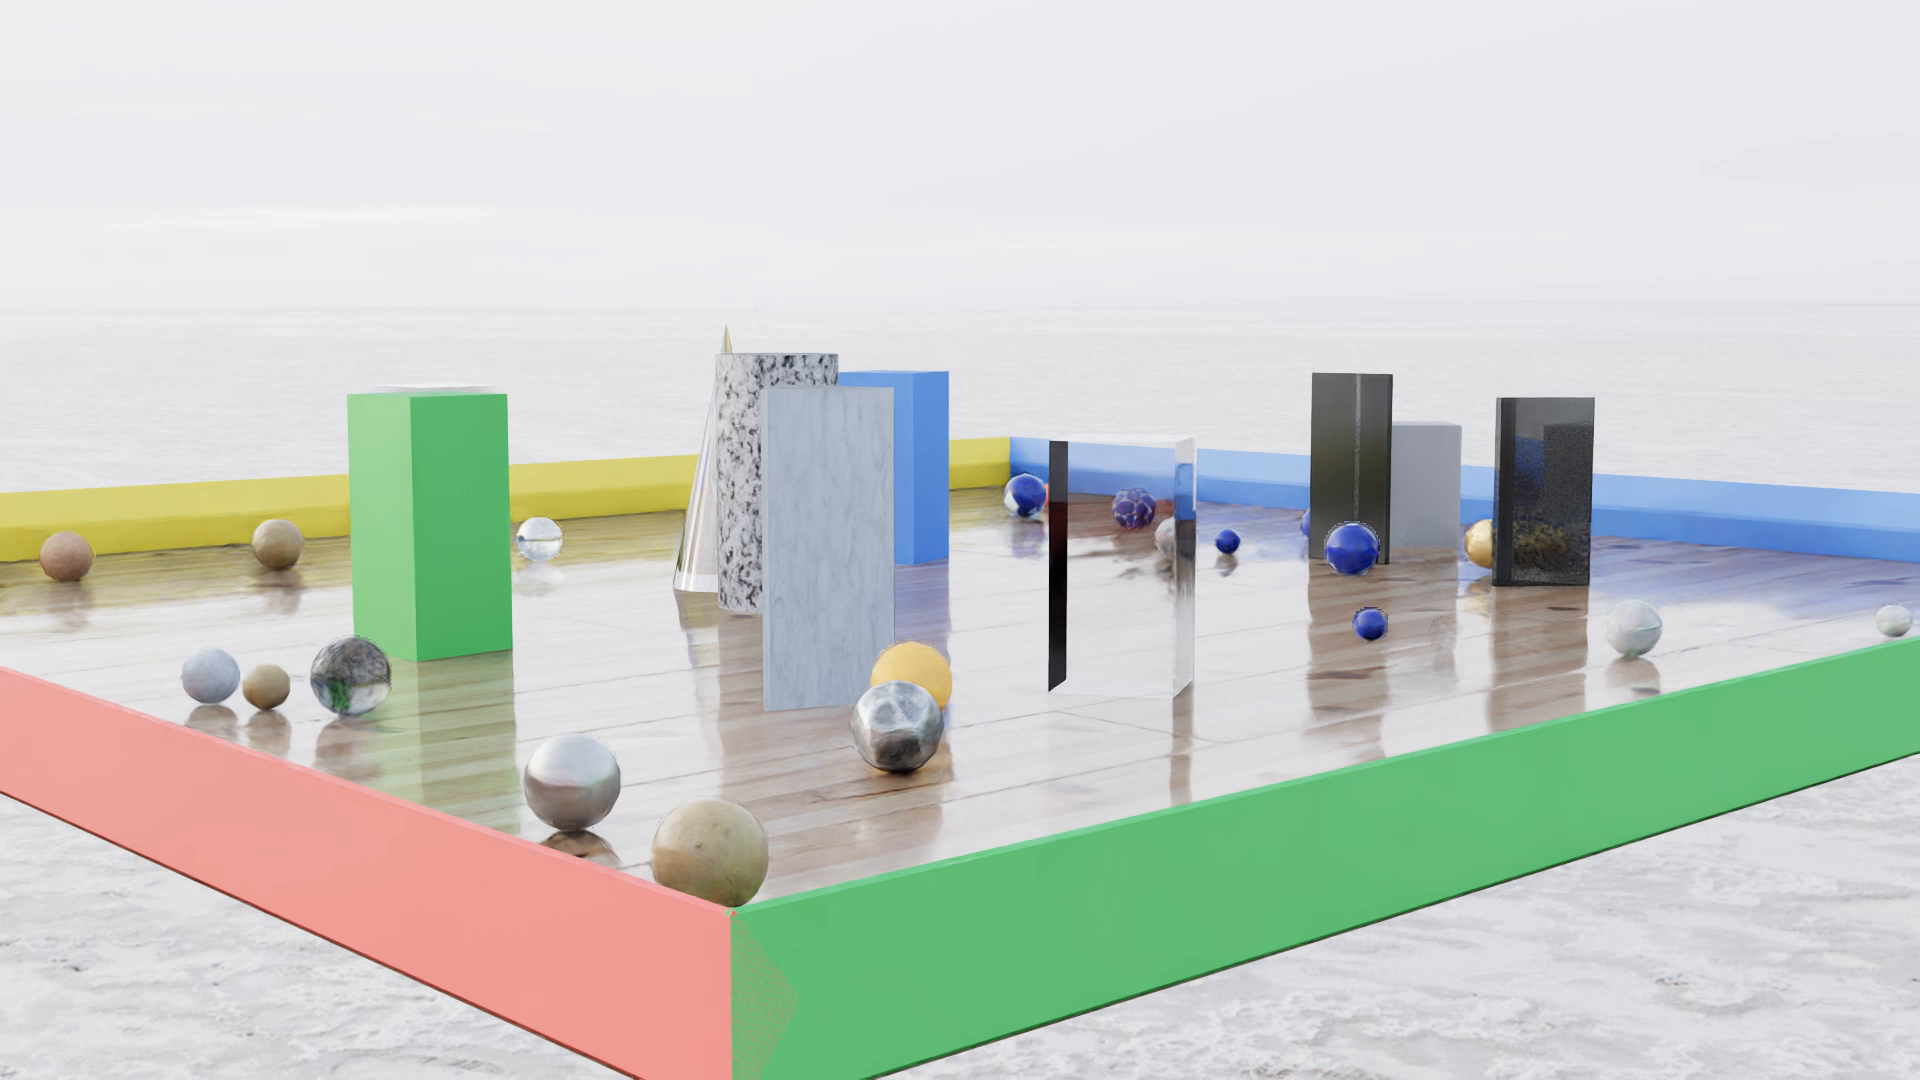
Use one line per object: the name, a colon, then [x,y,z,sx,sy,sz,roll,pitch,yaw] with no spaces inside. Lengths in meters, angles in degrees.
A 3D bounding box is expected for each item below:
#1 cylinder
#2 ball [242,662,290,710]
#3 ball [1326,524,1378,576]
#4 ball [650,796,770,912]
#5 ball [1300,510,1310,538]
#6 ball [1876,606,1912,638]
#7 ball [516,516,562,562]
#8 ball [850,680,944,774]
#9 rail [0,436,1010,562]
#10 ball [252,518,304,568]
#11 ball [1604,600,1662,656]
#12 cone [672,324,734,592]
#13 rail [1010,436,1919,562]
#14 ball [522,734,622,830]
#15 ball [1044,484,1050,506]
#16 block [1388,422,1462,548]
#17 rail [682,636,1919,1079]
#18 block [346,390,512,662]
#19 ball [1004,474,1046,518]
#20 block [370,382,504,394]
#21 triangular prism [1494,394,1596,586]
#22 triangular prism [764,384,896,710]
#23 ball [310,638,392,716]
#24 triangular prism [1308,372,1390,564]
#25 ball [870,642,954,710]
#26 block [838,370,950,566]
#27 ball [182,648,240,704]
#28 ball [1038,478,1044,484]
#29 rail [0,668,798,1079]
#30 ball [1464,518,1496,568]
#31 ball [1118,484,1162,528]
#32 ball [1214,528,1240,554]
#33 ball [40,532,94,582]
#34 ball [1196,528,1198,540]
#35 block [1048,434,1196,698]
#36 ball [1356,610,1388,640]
cylinder: [-0.270,-0.089,3.260,0.181,0.373,0.181,0,6,0]
ball: [-0.766,0.161,2.428,0.052,0.052,0.052,0,6,0]
ball: [0.646,0.016,3.622,0.087,0.087,0.087,0,6,0]
ball: [-0.183,0.231,1.607,0.087,0.087,0.087,0,6,0]
ball: [0.674,-0.028,4.171,0.059,0.059,0.059,0,6,0]
ball: [1.252,0.109,2.949,0.044,0.044,0.044,0,6,0]
ball: [-0.732,-0.002,3.828,0.079,0.079,0.079,0,6,0]
ball: [-0.060,0.178,2.097,0.089,0.089,0.089,0,6,0]
rail: [-0.999,-0.084,4.409,3.101,0.118,0.045,-6,8,-42]
ball: [-1.154,0.006,3.720,0.086,0.086,0.086,0,6,0]
ball: [0.856,0.112,2.798,0.072,0.072,0.072,0,6,0]
cone: [-0.368,-0.136,3.487,0.181,0.419,0.181,0,6,0]
rail: [1.122,-0.079,4.362,0.045,0.118,2.995,-6,8,-42]
ball: [-0.330,0.206,1.869,0.083,0.083,0.083,0,6,0]
ball: [0.203,-0.098,4.847,0.054,0.054,0.054,0,6,0]
block: [0.848,-0.106,4.114,0.145,0.225,0.145,0,6,0]
rail: [0.999,0.146,2.256,3.101,0.118,0.045,-6,8,-42]
block: [-0.684,-0.023,2.842,0.145,0.331,0.145,6,8,43]
ball: [0.137,-0.093,4.629,0.091,0.091,0.091,0,6,0]
block: [-0.800,-0.077,3.385,0.145,0.322,0.145,-6,8,-44]
triangular prism: [0.920,-0.083,3.550,0.157,0.300,0.136,-1,6,-5]
triangular prism: [-0.174,0.002,2.499,0.157,0.353,0.136,-3,7,-27]
ball: [-0.662,0.149,2.388,0.086,0.086,0.086,0,6,0]
triangular prism: [0.719,-0.131,3.866,0.157,0.328,0.136,5,8,40]
ball: [-0.051,0.152,2.344,0.087,0.087,0.087,0,6,0]
block: [-0.115,-0.130,3.856,0.145,0.329,0.145,3,7,24]
ball: [-0.839,0.152,2.462,0.063,0.063,0.063,0,6,0]
ball: [0.176,-0.123,5.128,0.043,0.043,0.043,0,6,0]
rail: [-1.122,0.141,2.303,0.045,0.118,2.995,-6,8,-42]
ball: [0.888,0.006,3.686,0.084,0.084,0.084,0,6,0]
ball: [0.360,-0.068,4.411,0.087,0.087,0.087,0,6,0]
ball: [0.480,0.002,3.951,0.045,0.045,0.045,0,6,0]
ball: [-1.442,0.027,3.548,0.081,0.081,0.081,0,6,0]
ball: [0.396,-0.011,3.967,0.068,0.068,0.068,0,6,0]
block: [0.191,0.026,2.569,0.145,0.291,0.145,2,6,16]
ball: [0.547,0.113,2.927,0.042,0.042,0.042,0,6,0]
